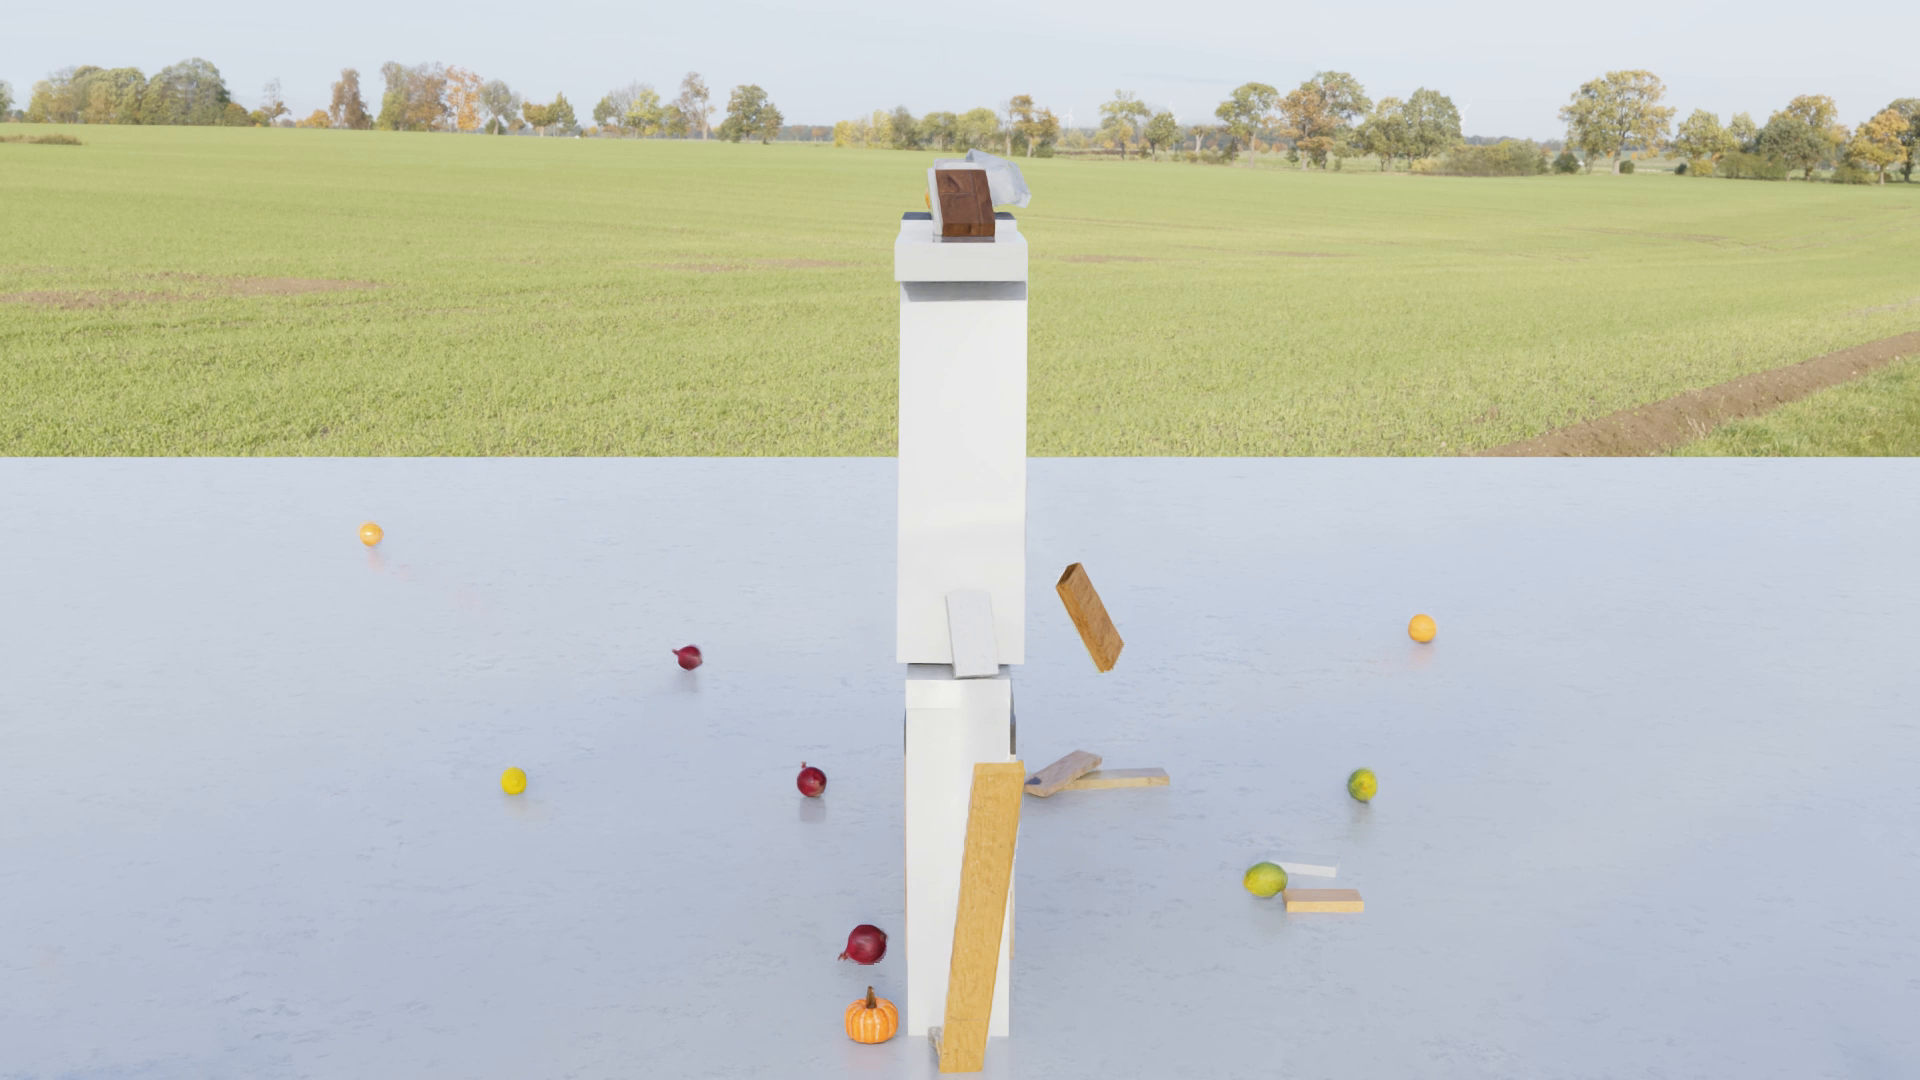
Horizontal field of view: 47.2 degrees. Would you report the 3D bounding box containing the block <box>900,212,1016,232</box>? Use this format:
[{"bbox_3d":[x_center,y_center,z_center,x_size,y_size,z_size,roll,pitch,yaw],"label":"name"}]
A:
[{"bbox_3d":[-0.003,-0.478,3.404,0.170,0.048,0.340,0,11,0],"label":"block"}]

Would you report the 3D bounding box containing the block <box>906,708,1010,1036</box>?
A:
[{"bbox_3d":[-0.002,0.457,3.067,0.142,0.482,0.040,0,11,1],"label":"block"}]

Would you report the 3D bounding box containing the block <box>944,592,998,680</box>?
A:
[{"bbox_3d":[0.016,0.129,2.990,0.058,0.117,0.017,-3,-18,-14],"label":"block"}]

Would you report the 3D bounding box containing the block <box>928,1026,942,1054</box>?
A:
[{"bbox_3d":[-0.009,0.687,3.026,0.058,0.017,0.117,-1,-3,-7],"label":"block"}]

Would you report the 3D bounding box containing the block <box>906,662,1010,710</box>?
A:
[{"bbox_3d":[-0.002,0.183,3.111,0.142,0.040,0.283,0,11,0],"label":"block"}]

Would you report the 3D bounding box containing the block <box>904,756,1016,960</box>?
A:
[{"bbox_3d":[0.000,0.476,3.370,0.167,0.334,0.047,0,11,0],"label":"block"}]

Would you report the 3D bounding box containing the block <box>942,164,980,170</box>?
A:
[{"bbox_3d":[0.007,-0.523,3.294,0.054,0.015,0.107,-2,51,-9],"label":"block"}]

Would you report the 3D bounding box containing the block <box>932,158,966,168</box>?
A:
[{"bbox_3d":[0.004,-0.617,3.728,0.101,0.029,0.202,0,19,2],"label":"block"}]

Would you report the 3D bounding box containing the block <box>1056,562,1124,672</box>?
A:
[{"bbox_3d":[0.209,0.124,3.536,0.023,0.162,0.081,-21,16,26],"label":"block"}]

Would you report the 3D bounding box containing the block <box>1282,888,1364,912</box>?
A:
[{"bbox_3d":[0.595,0.592,3.611,0.124,0.018,0.062,0,11,1],"label":"block"}]

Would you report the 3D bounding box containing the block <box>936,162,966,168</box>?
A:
[{"bbox_3d":[0.002,-0.572,3.512,0.081,0.023,0.162,0,25,0],"label":"block"}]

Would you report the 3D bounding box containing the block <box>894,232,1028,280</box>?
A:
[{"bbox_3d":[0.001,-0.397,3.060,0.175,0.050,0.350,0,10,0],"label":"block"}]

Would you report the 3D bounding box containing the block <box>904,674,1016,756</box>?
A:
[{"bbox_3d":[0.000,0.268,3.445,0.167,0.047,0.334,0,11,0],"label":"block"}]

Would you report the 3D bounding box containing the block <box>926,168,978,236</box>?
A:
[{"bbox_3d":[-0.006,-0.488,3.165,0.074,0.021,0.148,-1,40,-6],"label":"block"}]

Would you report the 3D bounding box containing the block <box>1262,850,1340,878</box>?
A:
[{"bbox_3d":[0.590,0.558,3.795,0.124,0.018,0.062,3,11,17],"label":"block"}]

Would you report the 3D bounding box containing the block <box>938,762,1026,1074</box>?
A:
[{"bbox_3d":[0.023,0.488,2.753,0.059,0.639,0.017,-1,45,-7],"label":"block"}]

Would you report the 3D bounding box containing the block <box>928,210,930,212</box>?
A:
[{"bbox_3d":[0.000,-0.567,3.759,0.101,0.029,0.285,1,36,4],"label":"block"}]

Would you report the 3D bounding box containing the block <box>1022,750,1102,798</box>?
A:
[{"bbox_3d":[0.196,0.451,4.259,0.057,0.016,0.203,13,22,34],"label":"block"}]

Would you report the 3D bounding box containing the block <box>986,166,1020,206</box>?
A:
[{"bbox_3d":[0.033,-0.536,3.373,0.107,0.054,0.015,-10,30,25],"label":"block"}]

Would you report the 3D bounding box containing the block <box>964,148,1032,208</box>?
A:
[{"bbox_3d":[0.059,-0.571,3.470,0.081,0.023,0.162,16,24,-15],"label":"block"}]

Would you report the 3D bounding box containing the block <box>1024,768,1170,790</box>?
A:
[{"bbox_3d":[0.225,0.467,4.280,0.359,0.018,0.064,-2,11,-8],"label":"block"}]

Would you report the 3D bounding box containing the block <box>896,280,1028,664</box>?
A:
[{"bbox_3d":[0.004,-0.097,3.047,0.175,0.534,0.050,1,0,3],"label":"block"}]

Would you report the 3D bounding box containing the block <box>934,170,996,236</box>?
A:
[{"bbox_3d":[0.006,-0.479,3.123,0.074,0.021,0.148,-1,40,-6],"label":"block"}]

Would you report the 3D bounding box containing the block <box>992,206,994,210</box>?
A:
[{"bbox_3d":[0.002,-0.551,3.602,0.101,0.029,0.203,0,7,0],"label":"block"}]
